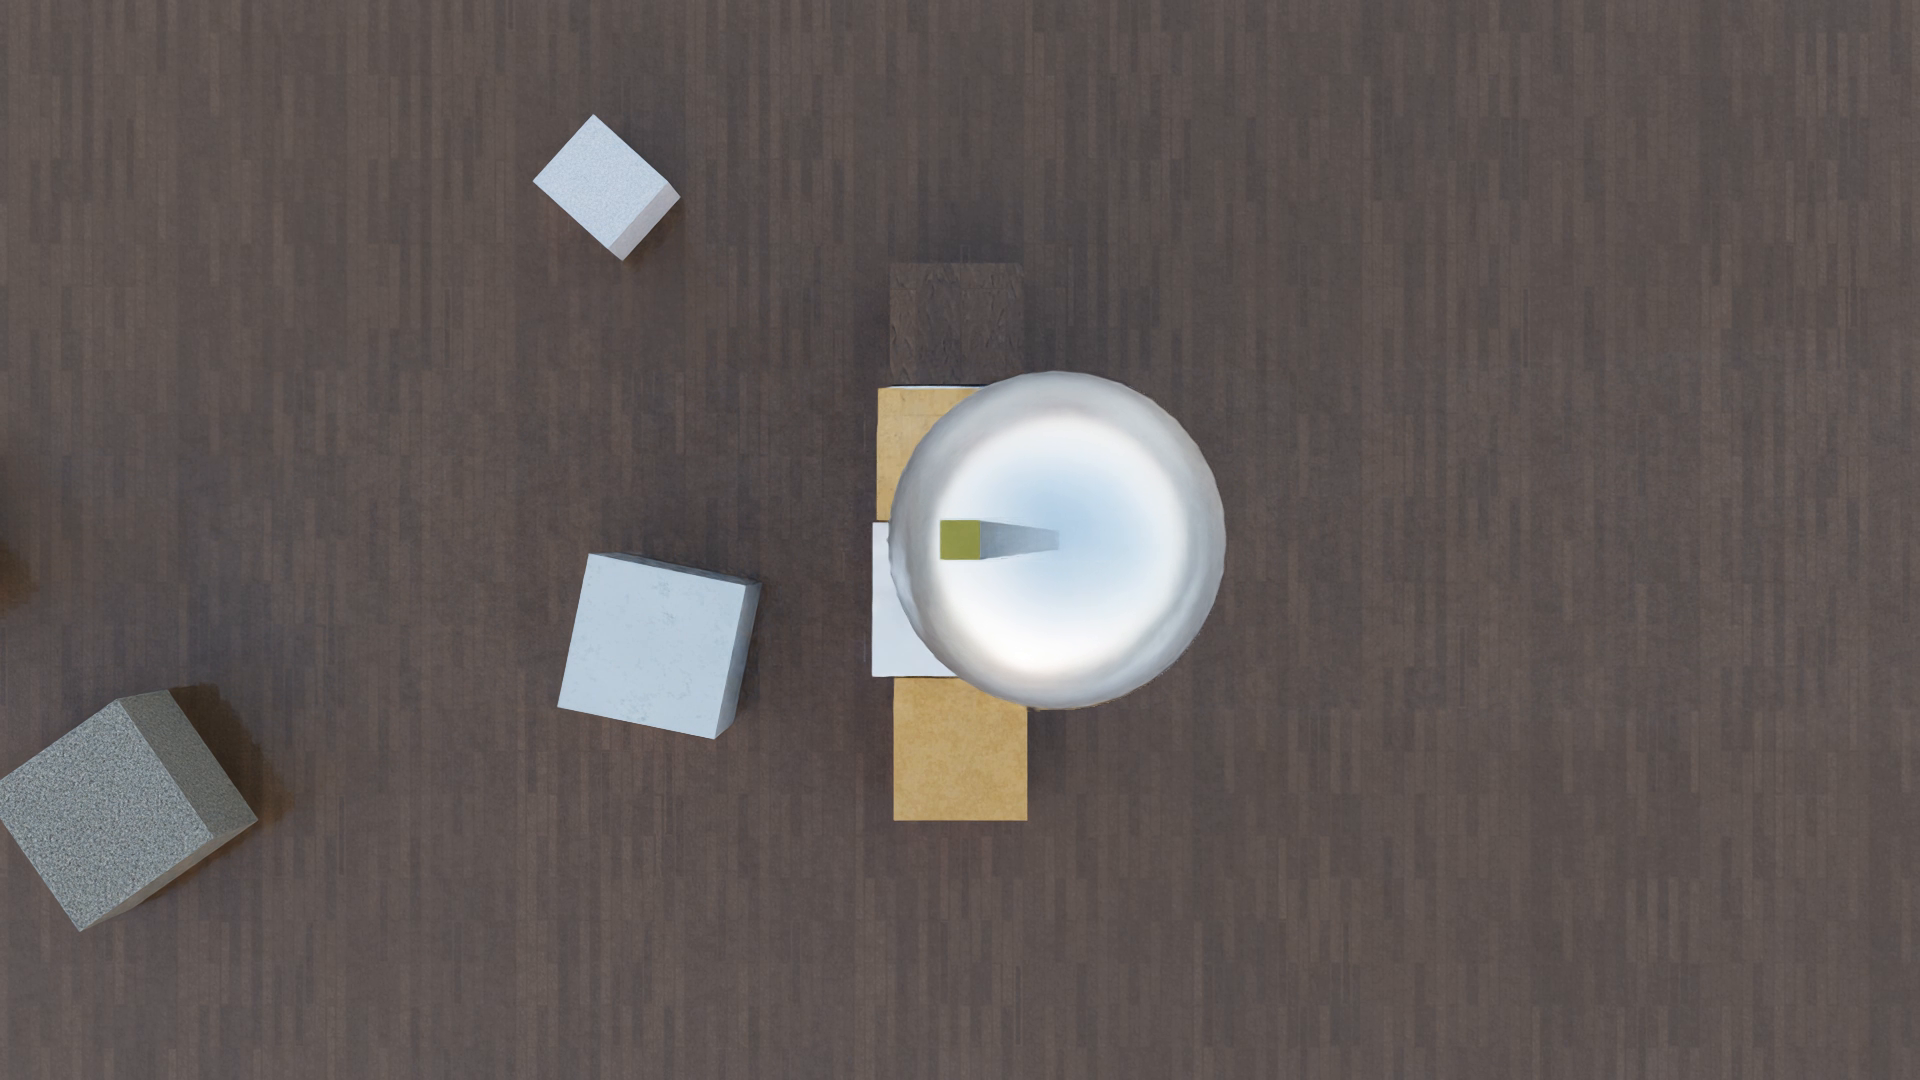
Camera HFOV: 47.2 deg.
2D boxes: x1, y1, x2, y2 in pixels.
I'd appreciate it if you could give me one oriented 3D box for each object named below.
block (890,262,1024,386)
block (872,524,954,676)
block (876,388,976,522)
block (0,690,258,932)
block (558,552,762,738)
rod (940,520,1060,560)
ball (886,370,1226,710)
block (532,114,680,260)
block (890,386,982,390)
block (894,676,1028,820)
[{"bbox_3d":[-0.017,-1.211,12.667,0.749,0.667,0.686,0,90,0],"label":"block"},{"bbox_3d":[0.004,0.329,12.577,0.982,0.846,0.846,0,90,0],"label":"block"},{"bbox_3d":[-0.027,-0.445,11.901,0.812,0.744,0.692,0,90,0],"label":"block"},{"bbox_3d":[-4.791,1.530,12.612,0.913,0.776,0.943,-35,90,0],"label":"block"},{"bbox_3d":[-1.682,0.580,12.495,0.873,1.010,0.854,12,90,0],"label":"block"},{"bbox_3d":[0.197,0.000,6.994,0.080,5.200,0.080,0,90,4],"label":"rod"},{"bbox_3d":[0.455,0.000,10.385,1.600,1.600,1.600,0,90,0],"label":"ball"},{"bbox_3d":[-2.035,-2.030,12.725,0.572,0.551,0.511,42,90,0],"label":"block"},{"bbox_3d":[-0.008,-0.480,12.636,0.773,0.728,0.755,0,90,0],"label":"block"},{"bbox_3d":[0.002,1.158,12.594,0.740,0.811,0.792,0,90,0],"label":"block"}]
